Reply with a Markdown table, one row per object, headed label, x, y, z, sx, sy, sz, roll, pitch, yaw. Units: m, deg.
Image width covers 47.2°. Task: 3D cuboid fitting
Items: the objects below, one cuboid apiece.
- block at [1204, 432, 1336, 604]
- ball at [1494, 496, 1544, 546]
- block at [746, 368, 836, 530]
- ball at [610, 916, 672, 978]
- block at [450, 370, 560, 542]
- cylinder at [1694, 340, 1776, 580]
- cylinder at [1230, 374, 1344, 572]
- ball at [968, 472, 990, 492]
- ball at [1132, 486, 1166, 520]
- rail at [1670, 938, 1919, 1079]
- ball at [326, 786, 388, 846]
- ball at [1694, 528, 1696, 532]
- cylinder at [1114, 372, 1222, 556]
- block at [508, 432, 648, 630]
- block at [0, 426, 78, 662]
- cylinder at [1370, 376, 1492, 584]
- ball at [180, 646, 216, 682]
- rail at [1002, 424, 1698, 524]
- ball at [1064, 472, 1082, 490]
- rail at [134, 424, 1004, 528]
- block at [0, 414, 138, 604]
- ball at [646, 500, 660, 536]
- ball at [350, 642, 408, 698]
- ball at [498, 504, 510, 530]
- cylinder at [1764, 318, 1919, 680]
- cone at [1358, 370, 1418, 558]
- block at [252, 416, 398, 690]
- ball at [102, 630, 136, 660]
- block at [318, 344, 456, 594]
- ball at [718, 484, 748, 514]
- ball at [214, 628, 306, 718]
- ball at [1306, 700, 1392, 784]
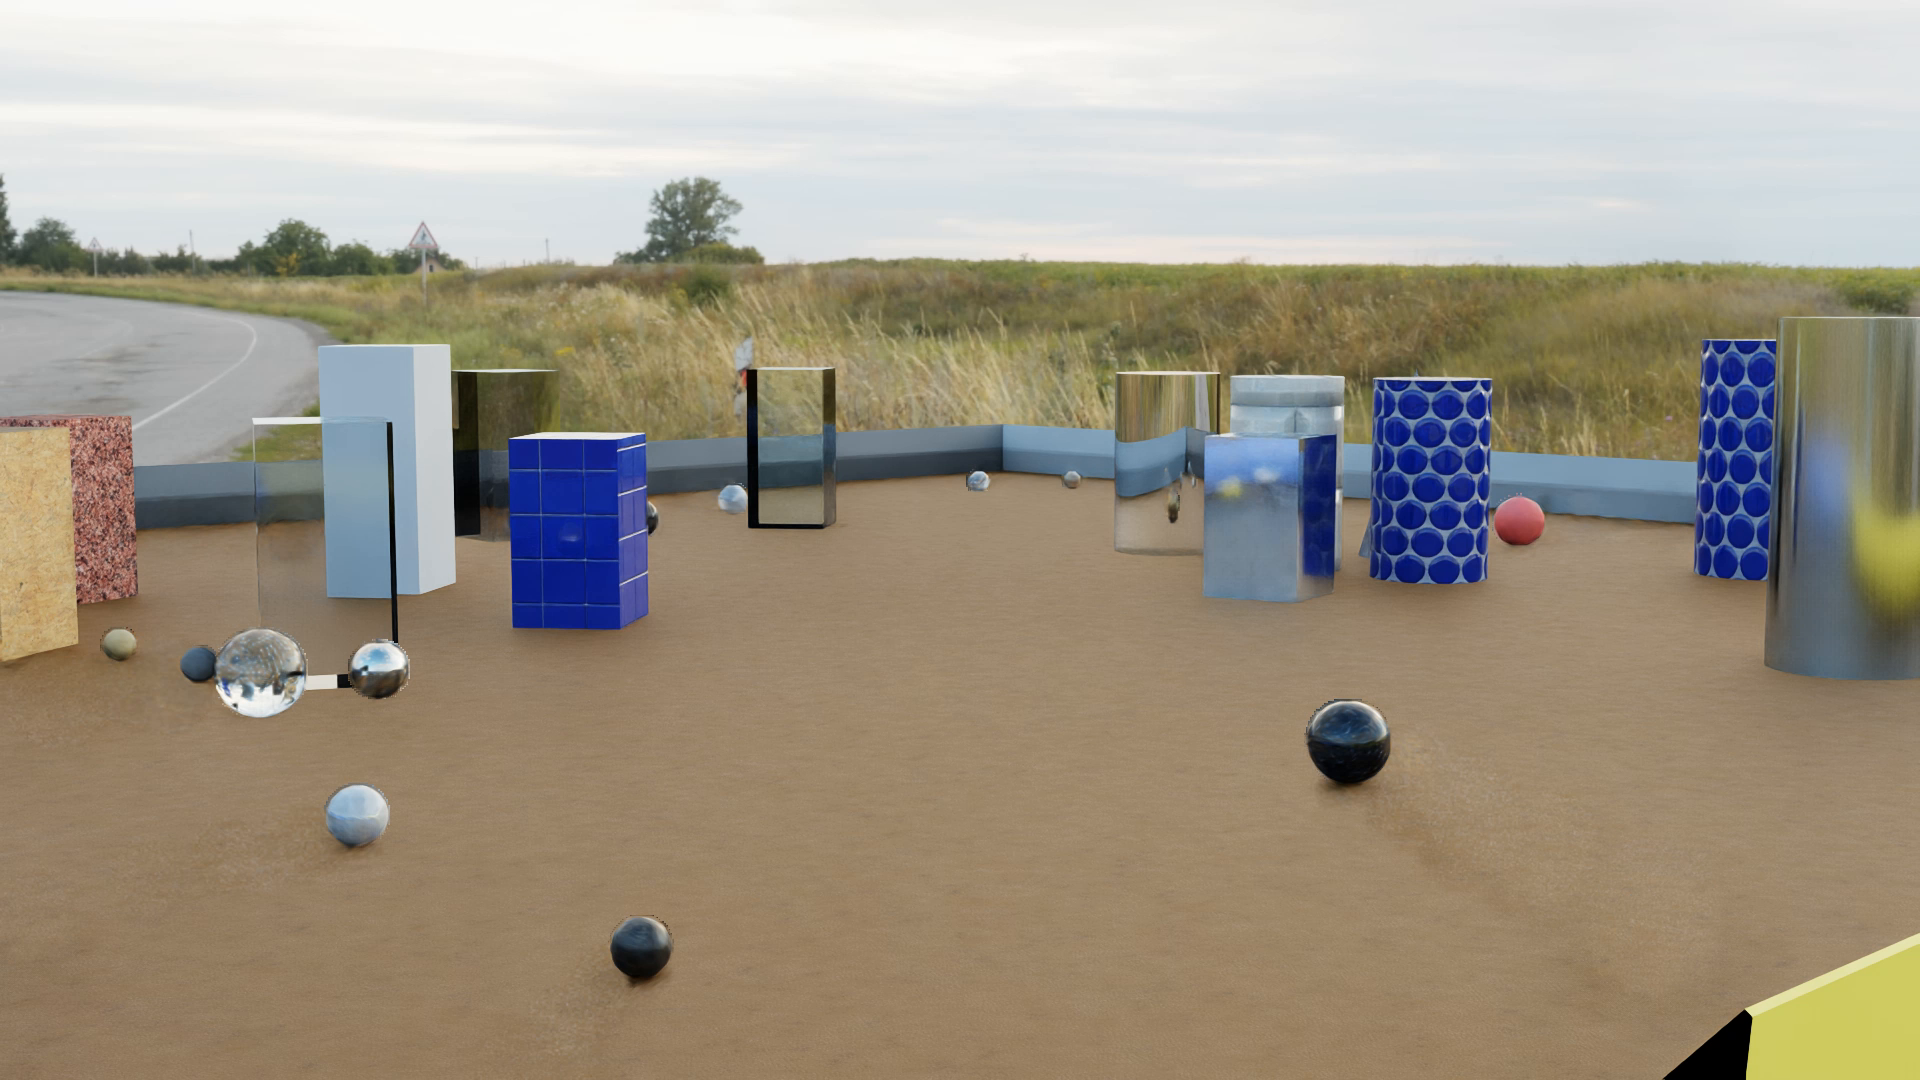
| label | x | y | z | sx | sy | sz | roll | pitch | yaw |
| --- | --- | --- | --- | --- | --- | --- | --- | --- | --- |
| block | 0.484 | -0.039 | 3.433 | 0.155 | 0.250 | 0.155 | 4 | 7 | 31 |
| ball | 1.055 | -0.036 | 4.147 | 0.094 | 0.094 | 0.094 | 0 | 6 | 0 |
| block | -0.346 | -0.192 | 4.533 | 0.155 | 0.323 | 0.155 | 1 | 6 | 7 |
| ball | -0.213 | 0.272 | 1.469 | 0.040 | 0.040 | 0.040 | 0 | 6 | 0 |
| block | -0.890 | -0.168 | 4.301 | 0.155 | 0.325 | 0.155 | -6 | 8 | -44 |
| cylinder | 1.341 | -0.139 | 3.694 | 0.194 | 0.393 | 0.194 | 0 | 6 | 0 |
| cylinder | 0.560 | -0.116 | 3.781 | 0.194 | 0.330 | 0.194 | 0 | 6 | 0 |
| ball | 0.046 | -0.142 | 5.361 | 0.051 | 0.051 | 0.051 | 0 | 6 | 0 |
| ball | 0.400 | -0.078 | 4.656 | 0.072 | 0.072 | 0.072 | 0 | 6 | 0 |
| rail | 1.315 | 0.182 | 1.914 | 3.949 | 0.126 | 0.045 | -6 | 8 | -42 |
| ball | -0.501 | 0.229 | 1.829 | 0.050 | 0.050 | 0.050 | 0 | 6 | 0 |
| ball | 1.360 | -0.012 | 3.928 | 0.092 | 0.092 | 0.092 | 0 | 6 | 0 |
| cylinder | 0.382 | -0.144 | 4.057 | 0.194 | 0.328 | 0.194 | 0 | 6 | 0 |
| block | -0.542 | -0.016 | 3.139 | 0.155 | 0.265 | 0.155 | 1 | 6 | 7 |
| block | -1.272 | 0.001 | 2.868 | 0.155 | 0.289 | 0.155 | 1 | 6 | 13 |
| cylinder | 0.782 | -0.103 | 3.656 | 0.194 | 0.330 | 0.194 | 0 | 6 | 0 |
| ball | -0.911 | 0.149 | 2.634 | 0.042 | 0.042 | 0.042 | 0 | 6 | 0 |
| rail | 1.434 | -0.105 | 4.648 | 0.045 | 0.126 | 3.926 | -6 | 8 | -42 |
| ball | 0.279 | -0.148 | 5.463 | 0.044 | 0.044 | 0.044 | 0 | 6 | 0 |
| rail | -1.315 | -0.116 | 4.750 | 3.949 | 0.126 | 0.045 | -6 | 8 | -42 |
| block | -1.385 | -0.049 | 3.380 | 0.155 | 0.280 | 0.155 | 3 | 7 | 25 |
| ball | -0.625 | -0.042 | 4.295 | 0.075 | 0.075 | 0.075 | 0 | 6 | 0 |
| ball | -0.666 | 0.149 | 2.522 | 0.065 | 0.065 | 0.065 | 0 | 6 | 0 |
| ball | -0.906 | -0.047 | 4.445 | 0.054 | 0.054 | 0.054 | 0 | 6 | 0 |
| cylinder | 1.105 | -0.057 | 2.720 | 0.194 | 0.434 | 0.194 | 0 | 6 | 0 |
| cone | 0.821 | -0.140 | 3.971 | 0.194 | 0.338 | 0.194 | 0 | 6 | 0 |
| block | -0.764 | 0.012 | 2.646 | 0.155 | 0.313 | 0.155 | -2 | 6 | -18 |
| ball | -1.068 | 0.133 | 2.794 | 0.040 | 0.040 | 0.040 | 0 | 6 | 0 |
| block | -0.912 | -0.116 | 3.510 | 0.155 | 0.387 | 0.155 | 1 | 6 | 8 |
| ball | -0.493 | -0.088 | 4.780 | 0.065 | 0.065 | 0.065 | 0 | 6 | 0 |
| ball | -0.765 | 0.146 | 2.405 | 0.097 | 0.097 | 0.097 | 0 | 6 | 0 |
| ball | 0.366 | 0.190 | 2.070 | 0.078 | 0.078 | 0.078 | 0 | 6 | 0 |
